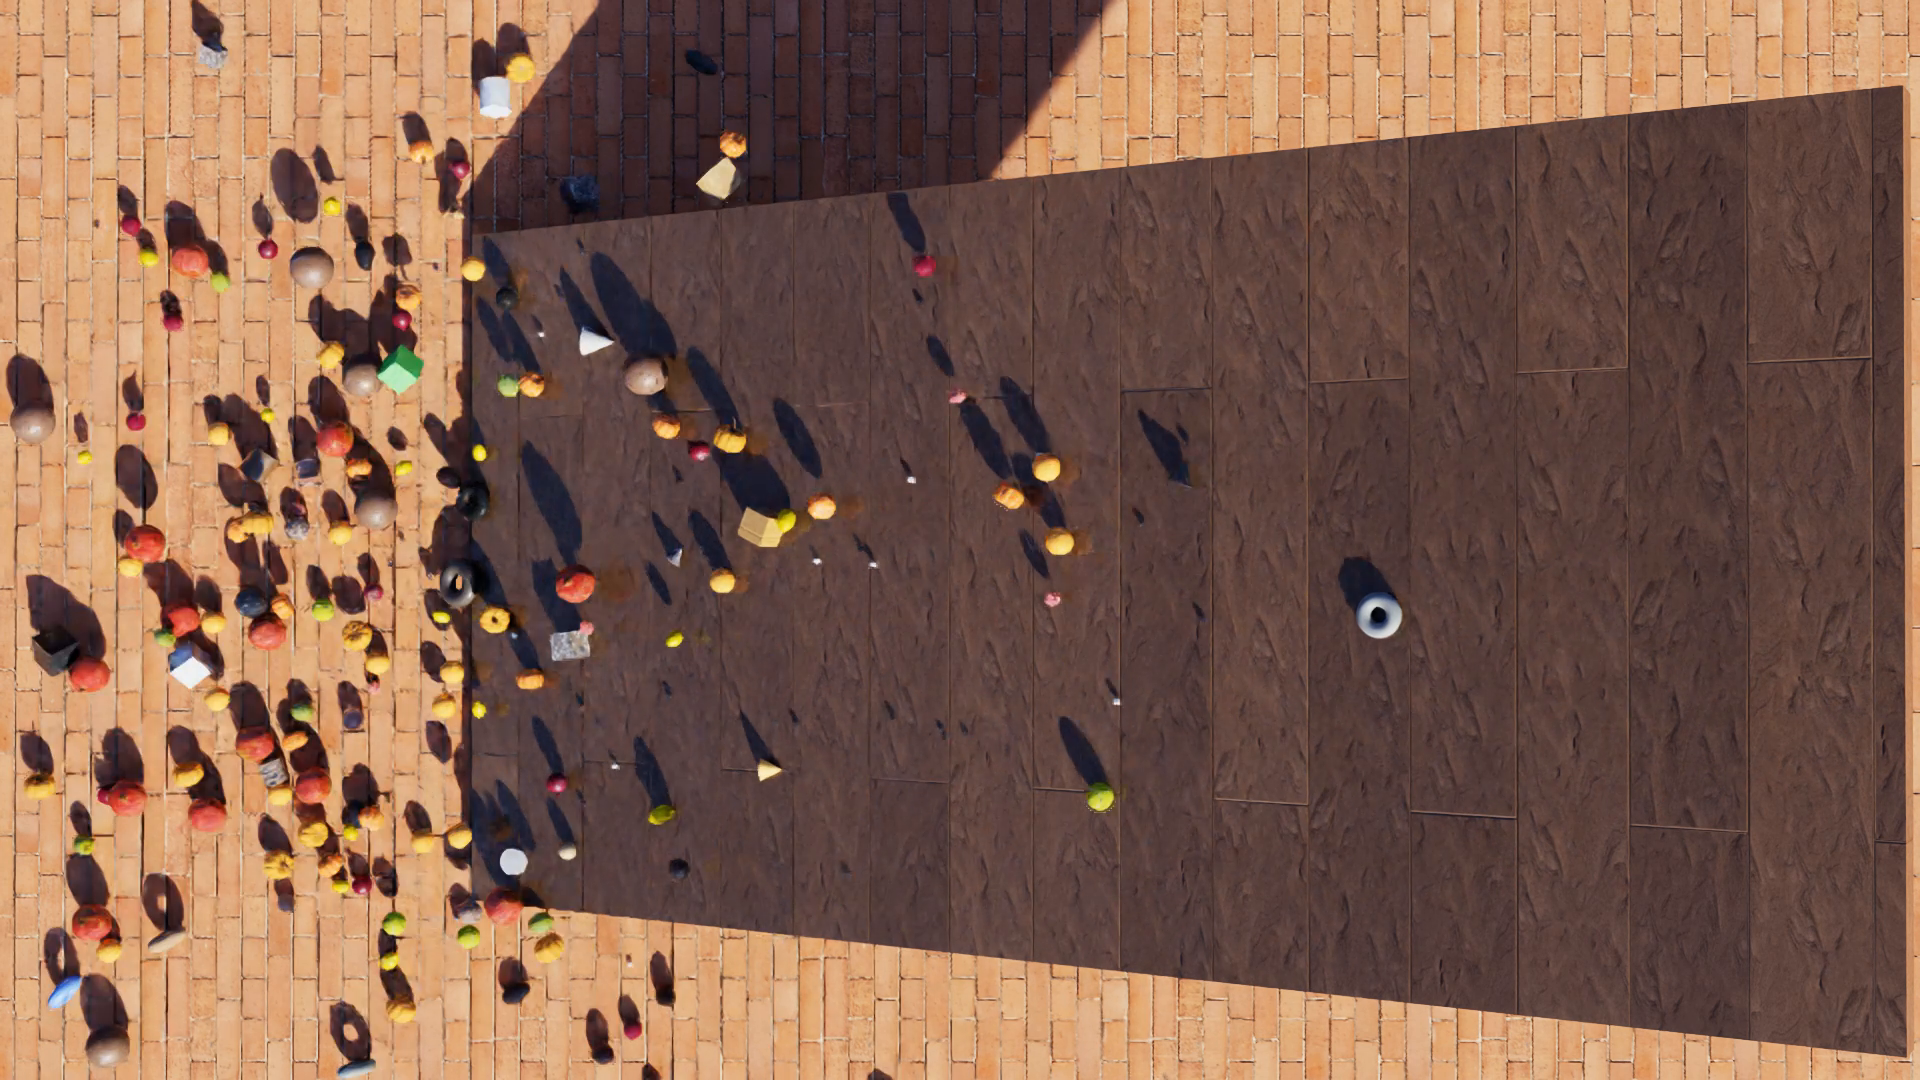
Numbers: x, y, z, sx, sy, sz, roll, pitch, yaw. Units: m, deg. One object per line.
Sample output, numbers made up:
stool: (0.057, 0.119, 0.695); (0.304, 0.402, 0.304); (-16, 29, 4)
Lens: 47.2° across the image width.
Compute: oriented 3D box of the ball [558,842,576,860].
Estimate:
ball: (-1.137, 0.900, 6.370); (0.052, 0.052, 0.052); (0, 89, 0)

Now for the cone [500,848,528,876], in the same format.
cone: (-1.333, 0.955, 6.498); (0.082, 0.082, 0.082); (9, 71, -29)

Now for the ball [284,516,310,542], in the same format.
ball: (-2.006, -0.035, 6.658); (0.077, 0.077, 0.077); (0, 89, 0)

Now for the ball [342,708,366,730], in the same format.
ball: (-1.837, 0.541, 6.657); (0.069, 0.069, 0.069); (0, 89, 0)

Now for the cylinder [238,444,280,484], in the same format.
cylinder: (-2.120, -0.230, 6.655); (0.088, 0.088, 0.088); (38, 90, 0)

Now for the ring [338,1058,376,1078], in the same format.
ring: (-1.815, 1.591, 6.618); (0.115, 0.115, 0.038); (-14, 86, 0)

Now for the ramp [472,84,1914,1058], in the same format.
ramp: (0.264, 0.072, 5.609); (4.000, 0.100, 2.000); (0, 89, 31)

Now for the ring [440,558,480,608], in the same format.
ring: (-1.504, 0.130, 6.604); (0.148, 0.049, 0.148); (-1, 88, 33)

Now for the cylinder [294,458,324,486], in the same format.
cylinder: (-1.966, -0.206, 6.643); (0.076, 0.076, 0.076); (-5, 97, 0)

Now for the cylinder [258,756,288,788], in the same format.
cylinder: (-2.076, 0.700, 6.648); (0.073, 0.073, 0.073); (-19, 99, 0)

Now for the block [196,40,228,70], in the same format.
block: (-2.256, -1.464, 6.638); (0.058, 0.058, 0.058); (29, 119, 2)

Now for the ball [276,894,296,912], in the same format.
ball: (-2.041, 1.099, 6.659); (0.055, 0.055, 0.055); (0, 89, 0)

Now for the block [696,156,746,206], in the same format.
block: (-0.672, -1.006, 6.181); (0.087, 0.087, 0.087); (-44, 100, -23)

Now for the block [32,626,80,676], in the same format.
block: (-2.717, 0.333, 6.611); (0.093, 0.093, 0.093); (36, 134, 23)

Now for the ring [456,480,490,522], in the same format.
ring: (-1.457, -0.117, 6.582); (0.123, 0.041, 0.123); (0, 91, 32)

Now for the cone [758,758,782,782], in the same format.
cone: (-0.514, 0.628, 6.005); (0.063, 0.063, 0.063); (0, 89, 5)

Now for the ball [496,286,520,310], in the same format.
ball: (-1.337, -0.715, 6.497); (0.070, 0.070, 0.070); (0, 89, 0)

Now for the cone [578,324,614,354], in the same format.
cone: (-1.037, -0.572, 6.329); (0.090, 0.090, 0.090); (9, 89, 13)

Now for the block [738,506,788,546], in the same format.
block: (-0.539, -0.037, 5.995); (0.082, 0.082, 0.082); (27, 103, 29)

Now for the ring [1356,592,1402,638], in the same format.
ring: (0.971, 0.174, 5.095); (0.109, 0.036, 0.109); (1, 91, 31)

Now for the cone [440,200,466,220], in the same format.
cone: (-1.531, -0.993, 6.690); (0.070, 0.070, 0.070); (20, 89, -33)

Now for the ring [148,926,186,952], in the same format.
ring: (-2.385, 1.201, 6.618); (0.121, 0.121, 0.040); (-27, 98, 0)

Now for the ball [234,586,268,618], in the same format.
ball: (-2.121, 0.186, 6.581); (0.096, 0.096, 0.096); (0, 89, 0)

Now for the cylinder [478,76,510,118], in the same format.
cylinder: (-1.407, -1.339, 6.654); (0.093, 0.093, 0.093); (-5, 78, 0)

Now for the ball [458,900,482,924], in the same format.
ball: (-1.463, 1.113, 6.571); (0.071, 0.071, 0.071); (0, 89, 0)

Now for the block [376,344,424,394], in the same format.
block: (-1.682, -0.513, 6.615); (0.087, 0.087, 0.087); (-32, 123, 28)

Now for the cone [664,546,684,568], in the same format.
cone: (-0.796, 0.039, 6.184); (0.055, 0.055, 0.055); (40, 94, 0)

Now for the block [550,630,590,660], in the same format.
block: (-1.127, 0.305, 6.355); (0.076, 0.076, 0.076); (-8, 85, 31)

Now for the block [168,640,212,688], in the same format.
block: (-2.321, 0.375, 6.630); (0.086, 0.086, 0.086); (-34, 131, 3)

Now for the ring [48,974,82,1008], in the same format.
ring: (-2.697, 1.360, 6.626); (0.039, 0.116, 0.116); (38, 90, 1)

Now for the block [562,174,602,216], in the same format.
block: (-1.133, -1.036, 6.592); (0.082, 0.082, 0.082); (-18, 77, -24)

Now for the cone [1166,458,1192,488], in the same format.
cone: (0.543, -0.169, 5.351); (0.066, 0.066, 0.066); (20, 88, 0)
